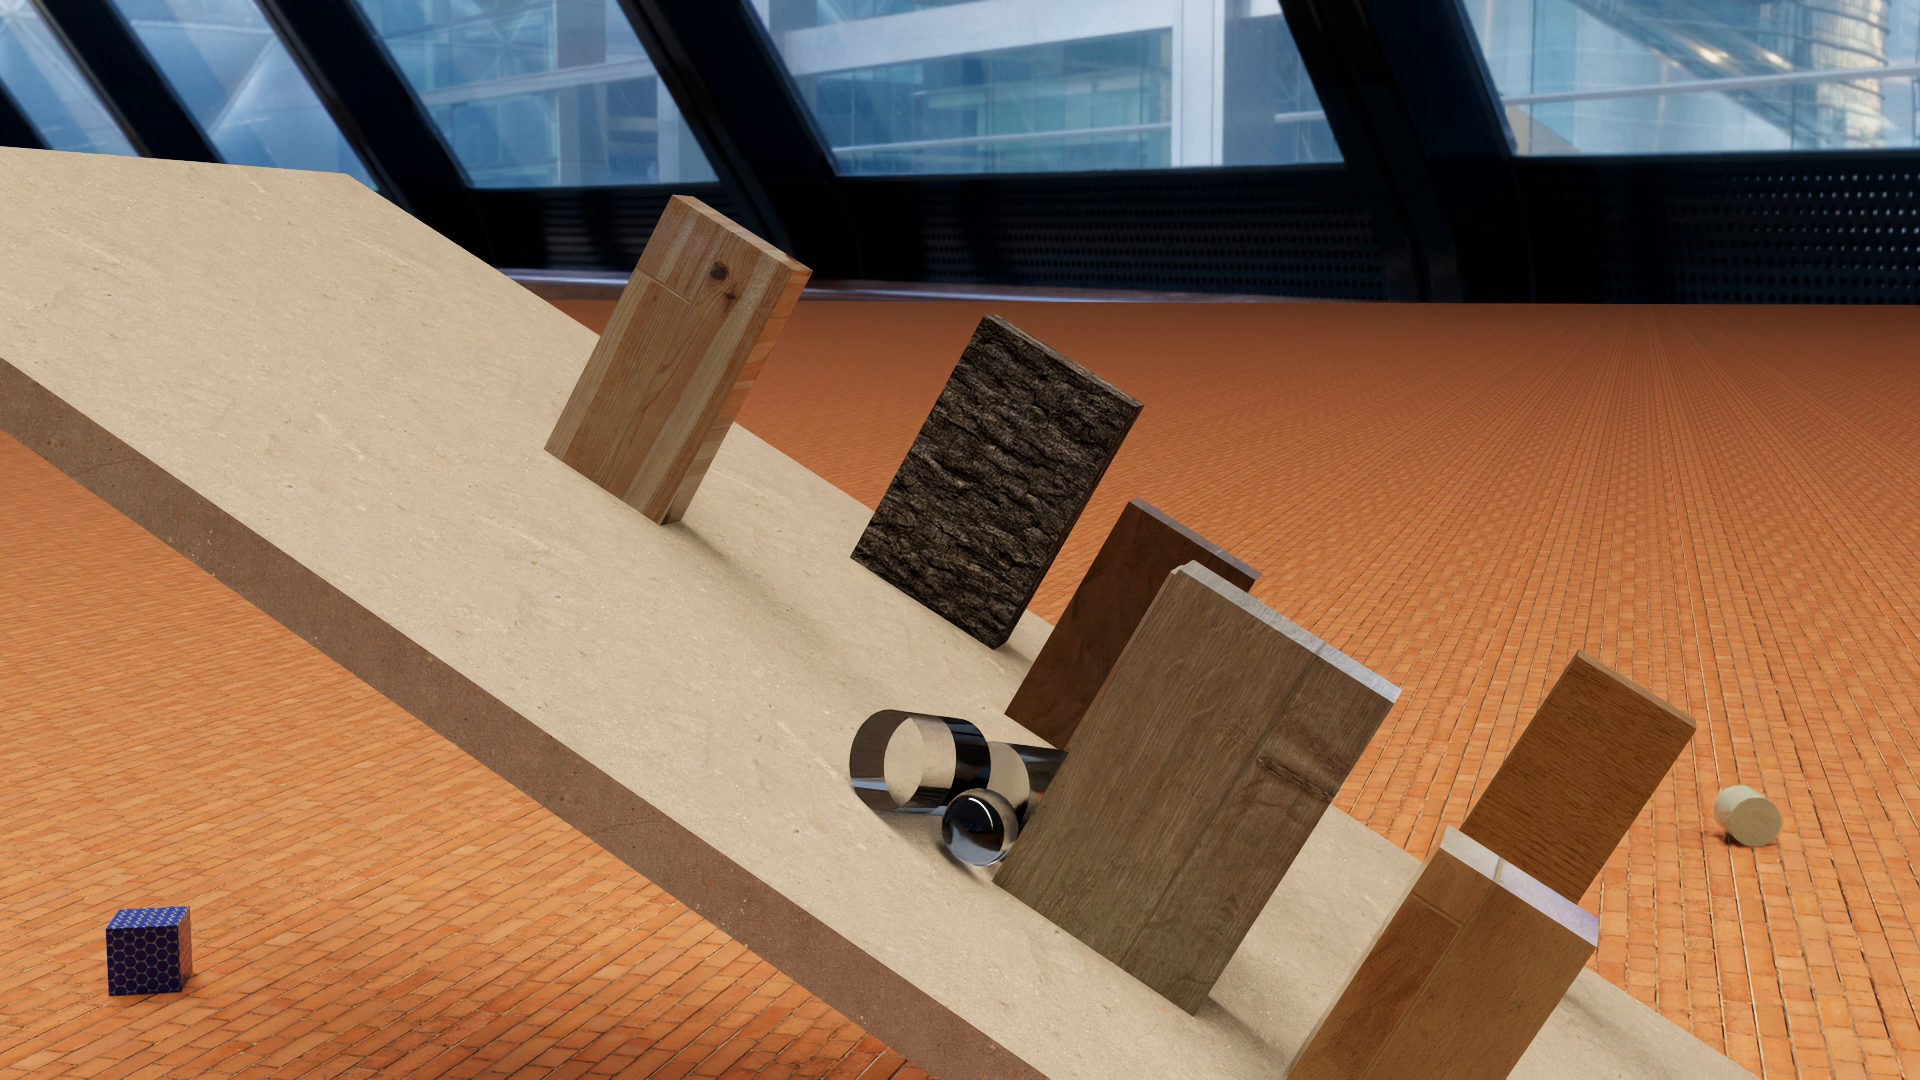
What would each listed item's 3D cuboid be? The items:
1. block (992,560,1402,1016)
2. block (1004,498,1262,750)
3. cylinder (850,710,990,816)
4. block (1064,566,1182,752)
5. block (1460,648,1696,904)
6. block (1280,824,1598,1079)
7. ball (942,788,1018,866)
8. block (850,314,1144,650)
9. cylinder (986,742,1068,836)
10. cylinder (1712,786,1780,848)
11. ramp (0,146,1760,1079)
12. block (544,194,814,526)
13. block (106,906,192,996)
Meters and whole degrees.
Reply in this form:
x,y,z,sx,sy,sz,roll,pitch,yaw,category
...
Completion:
x,y,z,sx,sy,sz,roll,pitch,yaw,category
0.370,0.392,3.484,0.384,0.600,0.115,33,15,11,block
0.334,0.203,4.266,0.284,0.493,0.085,33,15,11,block
-0.065,0.367,3.606,0.165,0.165,0.165,6,-4,41,cylinder
0.361,0.346,3.768,0.292,0.527,0.093,33,15,11,block
1.210,0.559,4.491,0.267,0.621,0.098,33,15,11,block
0.663,0.702,3.156,0.247,0.521,0.137,33,15,11,block
0.032,0.463,3.549,0.125,0.125,0.125,0,7,0,ball
0.075,-0.123,4.659,0.371,0.599,0.103,33,15,11,block
0.105,0.430,3.715,0.167,0.167,0.167,6,-5,42,cylinder
2.573,0.903,7.194,0.166,0.166,0.166,0,7,1,cylinder
-0.184,0.303,4.128,4.000,0.100,2.000,33,15,11,ramp
-0.551,-0.348,4.278,0.287,0.569,0.099,33,15,11,block
-2.114,1.071,5.740,0.178,0.178,0.178,-1,7,-10,block
